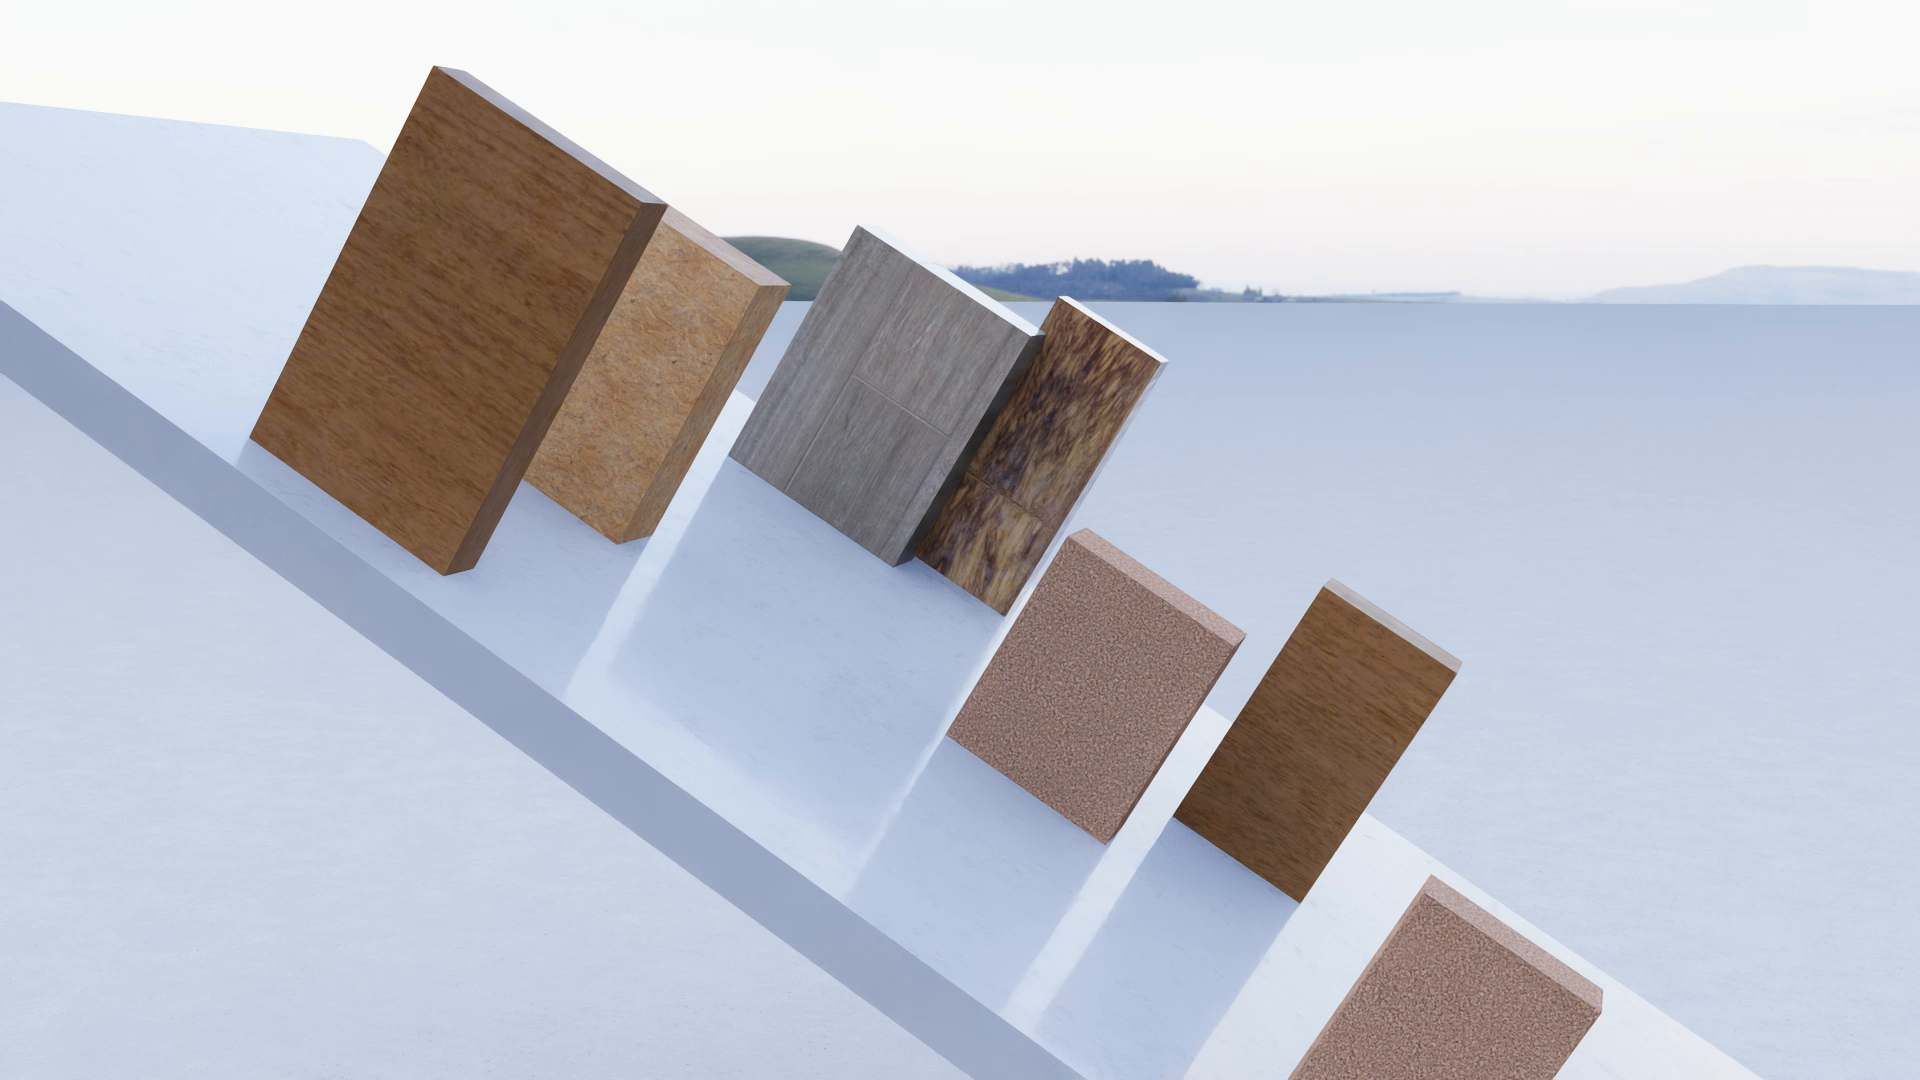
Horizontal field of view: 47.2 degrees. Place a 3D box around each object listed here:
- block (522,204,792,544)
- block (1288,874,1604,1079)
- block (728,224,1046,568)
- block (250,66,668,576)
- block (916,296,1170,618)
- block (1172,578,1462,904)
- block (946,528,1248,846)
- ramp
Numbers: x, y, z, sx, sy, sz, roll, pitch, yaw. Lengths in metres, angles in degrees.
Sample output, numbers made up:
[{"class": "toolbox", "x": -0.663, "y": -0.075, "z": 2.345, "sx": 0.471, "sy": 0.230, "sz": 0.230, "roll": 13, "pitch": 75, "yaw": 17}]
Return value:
[{"class": "block", "x": -0.566, "y": -0.298, "z": 3.903, "sx": 0.283, "sy": 0.532, "sz": 0.147, "roll": 34, "pitch": 15, "yaw": 11}, {"class": "block", "x": 0.704, "y": 0.748, "z": 3.238, "sx": 0.294, "sy": 0.401, "sz": 0.106, "roll": 34, "pitch": 15, "yaw": 11}, {"class": "block", "x": -0.158, "y": -0.306, "z": 4.653, "sx": 0.438, "sy": 0.572, "sz": 0.132, "roll": 34, "pitch": 15, "yaw": 11}, {"class": "block", "x": -0.772, "y": -0.330, "z": 3.356, "sx": 0.394, "sy": 0.658, "sz": 0.093, "roll": 34, "pitch": 15, "yaw": 11}, {"class": "block", "x": 0.164, "y": -0.177, "z": 4.718, "sx": 0.260, "sy": 0.646, "sz": 0.082, "roll": 34, "pitch": 15, "yaw": 11}, {"class": "block", "x": 0.670, "y": 0.375, "z": 4.135, "sx": 0.288, "sy": 0.530, "sz": 0.127, "roll": 34, "pitch": 15, "yaw": 11}, {"class": "block", "x": 0.240, "y": 0.255, "z": 3.886, "sx": 0.344, "sy": 0.426, "sz": 0.134, "roll": 34, "pitch": 15, "yaw": 11}, {"class": "ramp", "x": -0.159, "y": 0.263, "z": 4.115, "sx": 4.000, "sy": 0.100, "sz": 2.000, "roll": 34, "pitch": 15, "yaw": 11}]
